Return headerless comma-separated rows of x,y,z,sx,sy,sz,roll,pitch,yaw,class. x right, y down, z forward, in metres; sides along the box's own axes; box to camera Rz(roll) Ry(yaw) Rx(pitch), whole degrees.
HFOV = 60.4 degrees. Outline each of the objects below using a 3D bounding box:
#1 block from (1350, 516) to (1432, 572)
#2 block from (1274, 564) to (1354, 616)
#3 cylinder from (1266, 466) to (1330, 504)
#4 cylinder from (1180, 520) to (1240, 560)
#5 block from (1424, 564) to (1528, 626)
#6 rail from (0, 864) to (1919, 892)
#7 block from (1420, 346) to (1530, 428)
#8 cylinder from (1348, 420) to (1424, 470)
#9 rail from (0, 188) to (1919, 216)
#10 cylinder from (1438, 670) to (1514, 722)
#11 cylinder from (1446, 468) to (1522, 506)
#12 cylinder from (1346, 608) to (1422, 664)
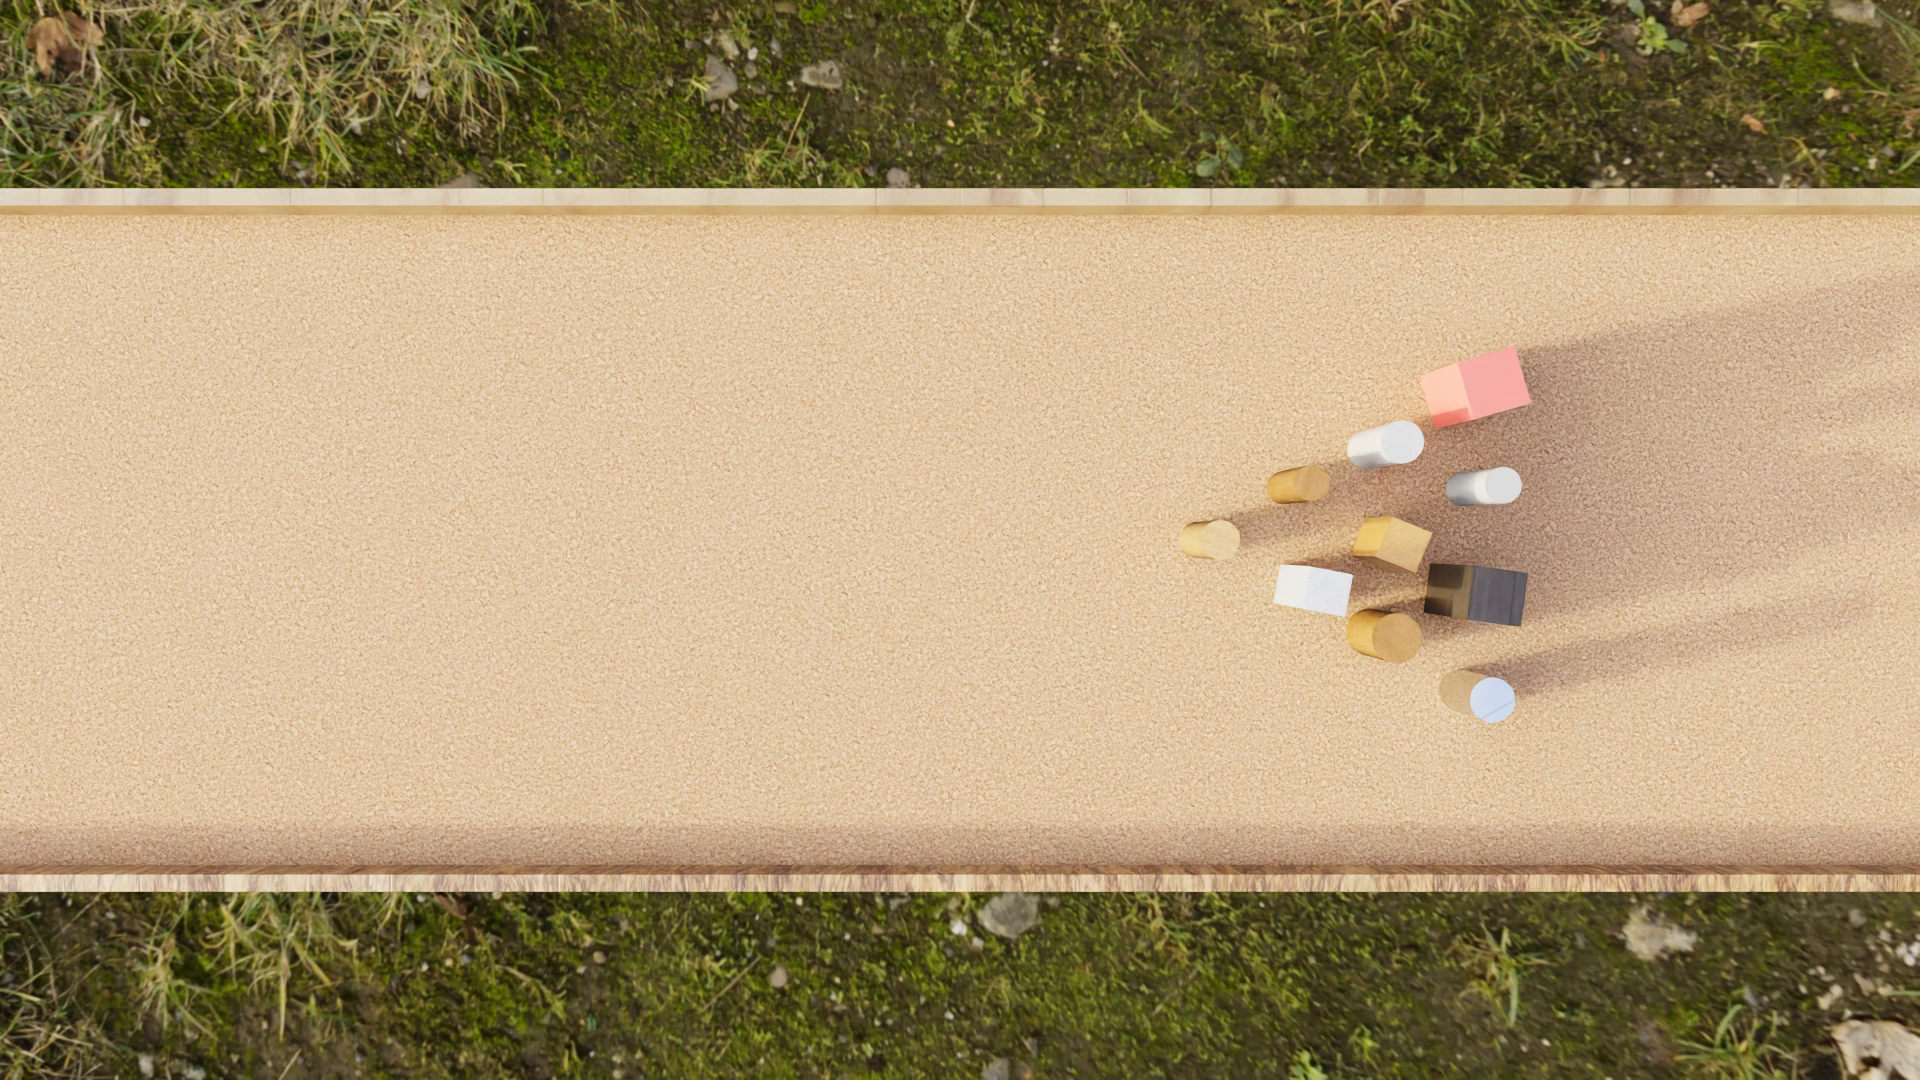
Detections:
1.283,0.013,4.921,0.125,0.310,0.125,22,90,0,block
1.035,0.145,4.855,0.120,0.442,0.120,11,90,0,block
0.994,-0.161,4.869,0.102,0.415,0.102,0,90,0,cylinder
0.729,0.000,4.848,0.111,0.457,0.111,0,90,0,cylinder
1.513,0.158,4.859,0.153,0.435,0.153,8,90,0,block
-2.247,1.025,5.001,12.000,0.150,0.050,0,90,0,rail
1.520,-0.447,4.884,0.169,0.385,0.169,-16,90,0,block
1.253,-0.278,4.873,0.122,0.407,0.122,0,90,0,cylinder
-2.247,-1.025,5.002,12.000,0.150,0.050,0,90,0,rail
1.538,0.462,4.920,0.130,0.313,0.130,0,90,0,cylinder
1.547,-0.156,4.886,0.104,0.381,0.104,0,90,0,cylinder
1.260,0.283,4.917,0.145,0.319,0.145,0,90,0,cylinder
